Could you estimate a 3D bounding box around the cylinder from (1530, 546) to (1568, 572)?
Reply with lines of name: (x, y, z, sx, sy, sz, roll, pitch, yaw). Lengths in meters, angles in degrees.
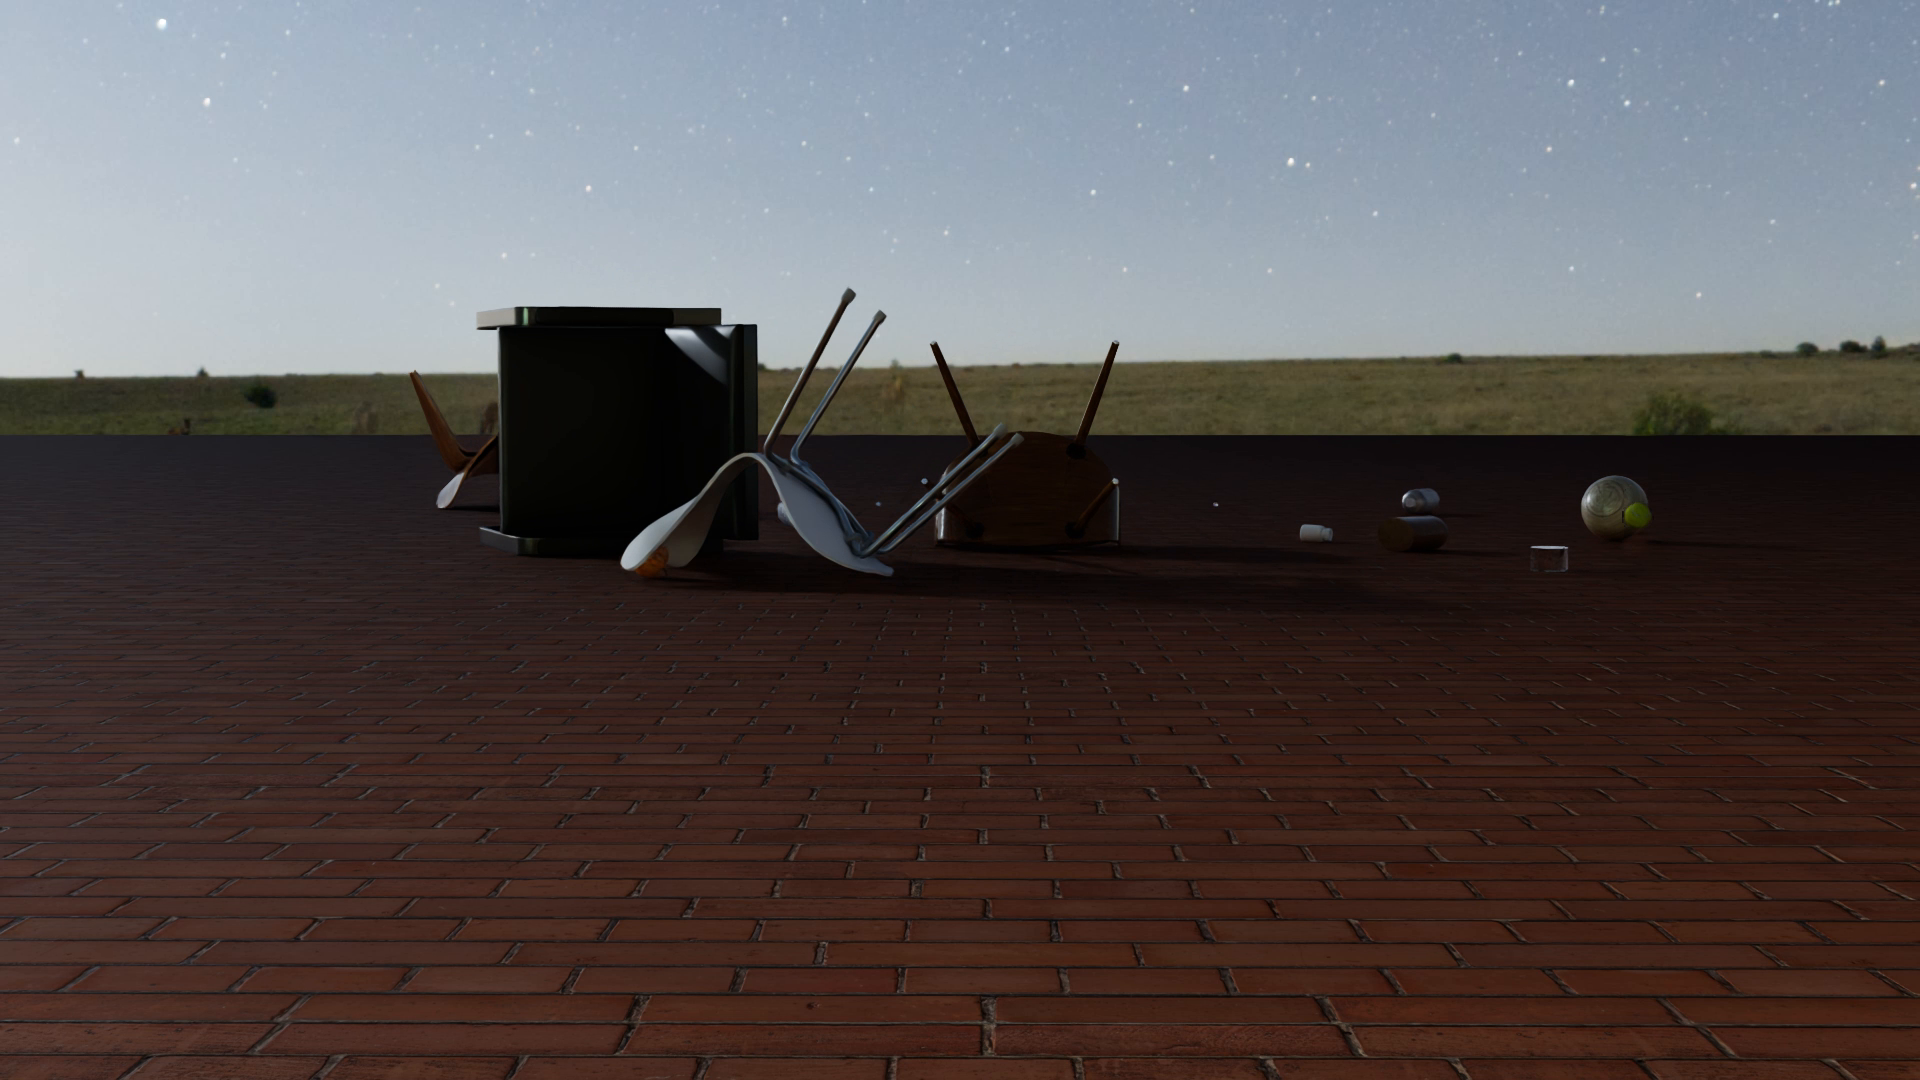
cylinder: (1.459, 0.047, 5.445, 0.090, 0.057, 0.094, 3, 5, 36)

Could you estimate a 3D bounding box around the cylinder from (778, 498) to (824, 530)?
cylinder: (-0.512, -0.083, 7.054, 0.115, 0.092, 0.133, 25, -7, -24)

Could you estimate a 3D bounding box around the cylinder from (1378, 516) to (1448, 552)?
cylinder: (1.261, -0.018, 6.117, 0.162, 0.094, 0.123, -4, 10, -43)

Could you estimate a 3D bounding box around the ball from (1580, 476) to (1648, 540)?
ball: (1.940, -0.095, 6.517, 0.193, 0.193, 0.193, 0, 4, 0)
